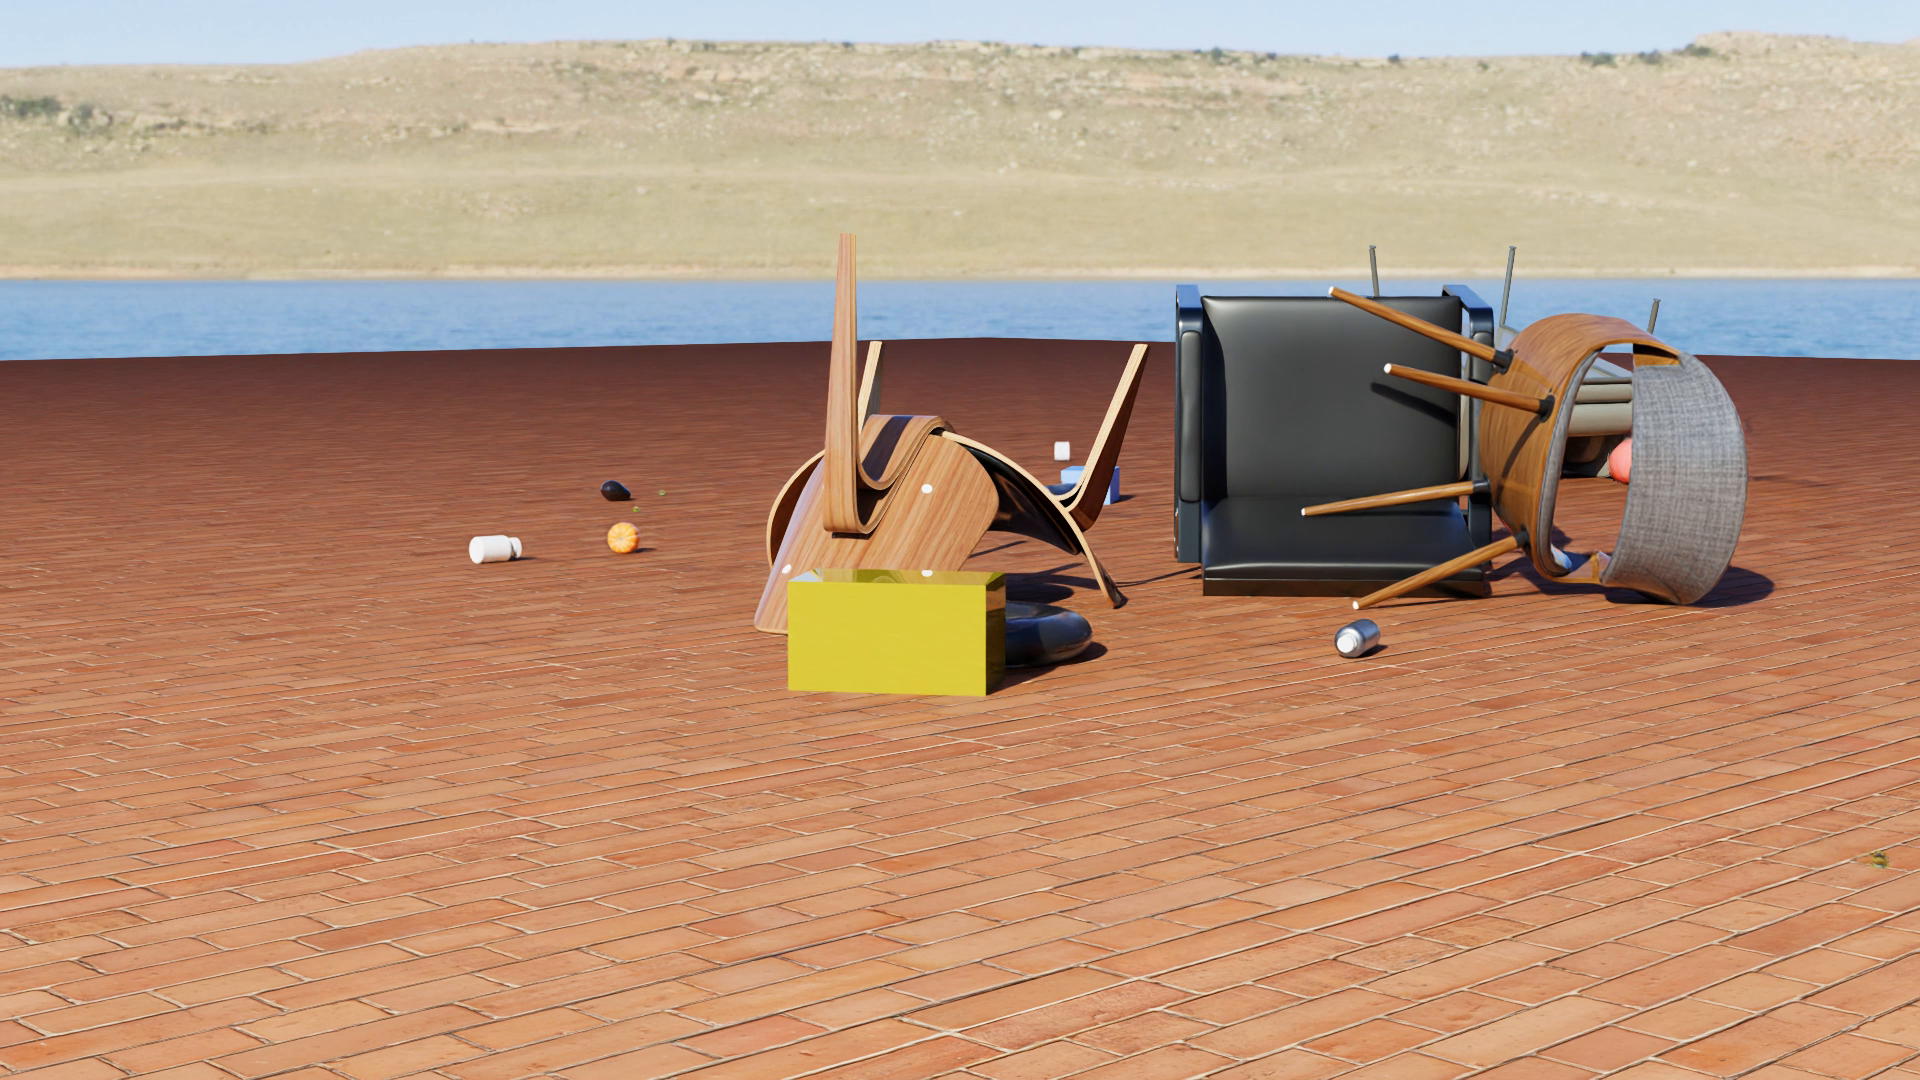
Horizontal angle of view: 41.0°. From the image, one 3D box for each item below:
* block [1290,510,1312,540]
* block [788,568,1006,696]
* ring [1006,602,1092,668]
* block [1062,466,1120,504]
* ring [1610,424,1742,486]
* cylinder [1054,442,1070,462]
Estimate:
[{"bbox_3d":[0.859,-0.040,6.473,0.049,0.067,0.082,1,6,6],"label":"block"},{"bbox_3d":[-0.100,0.146,4.139,0.319,0.175,0.184,1,6,11],"label":"block"},{"bbox_3d":[0.052,0.161,4.453,0.358,0.082,0.402,1,5,5],"label":"ring"},{"bbox_3d":[0.382,-0.161,7.506,0.143,0.096,0.181,1,6,12],"label":"block"},{"bbox_3d":[2.262,-0.270,8.106,0.413,0.142,0.399,-10,4,27],"label":"ring"},{"bbox_3d":[0.363,-0.315,9.128,0.051,0.061,0.080,0,50,1],"label":"cylinder"}]
